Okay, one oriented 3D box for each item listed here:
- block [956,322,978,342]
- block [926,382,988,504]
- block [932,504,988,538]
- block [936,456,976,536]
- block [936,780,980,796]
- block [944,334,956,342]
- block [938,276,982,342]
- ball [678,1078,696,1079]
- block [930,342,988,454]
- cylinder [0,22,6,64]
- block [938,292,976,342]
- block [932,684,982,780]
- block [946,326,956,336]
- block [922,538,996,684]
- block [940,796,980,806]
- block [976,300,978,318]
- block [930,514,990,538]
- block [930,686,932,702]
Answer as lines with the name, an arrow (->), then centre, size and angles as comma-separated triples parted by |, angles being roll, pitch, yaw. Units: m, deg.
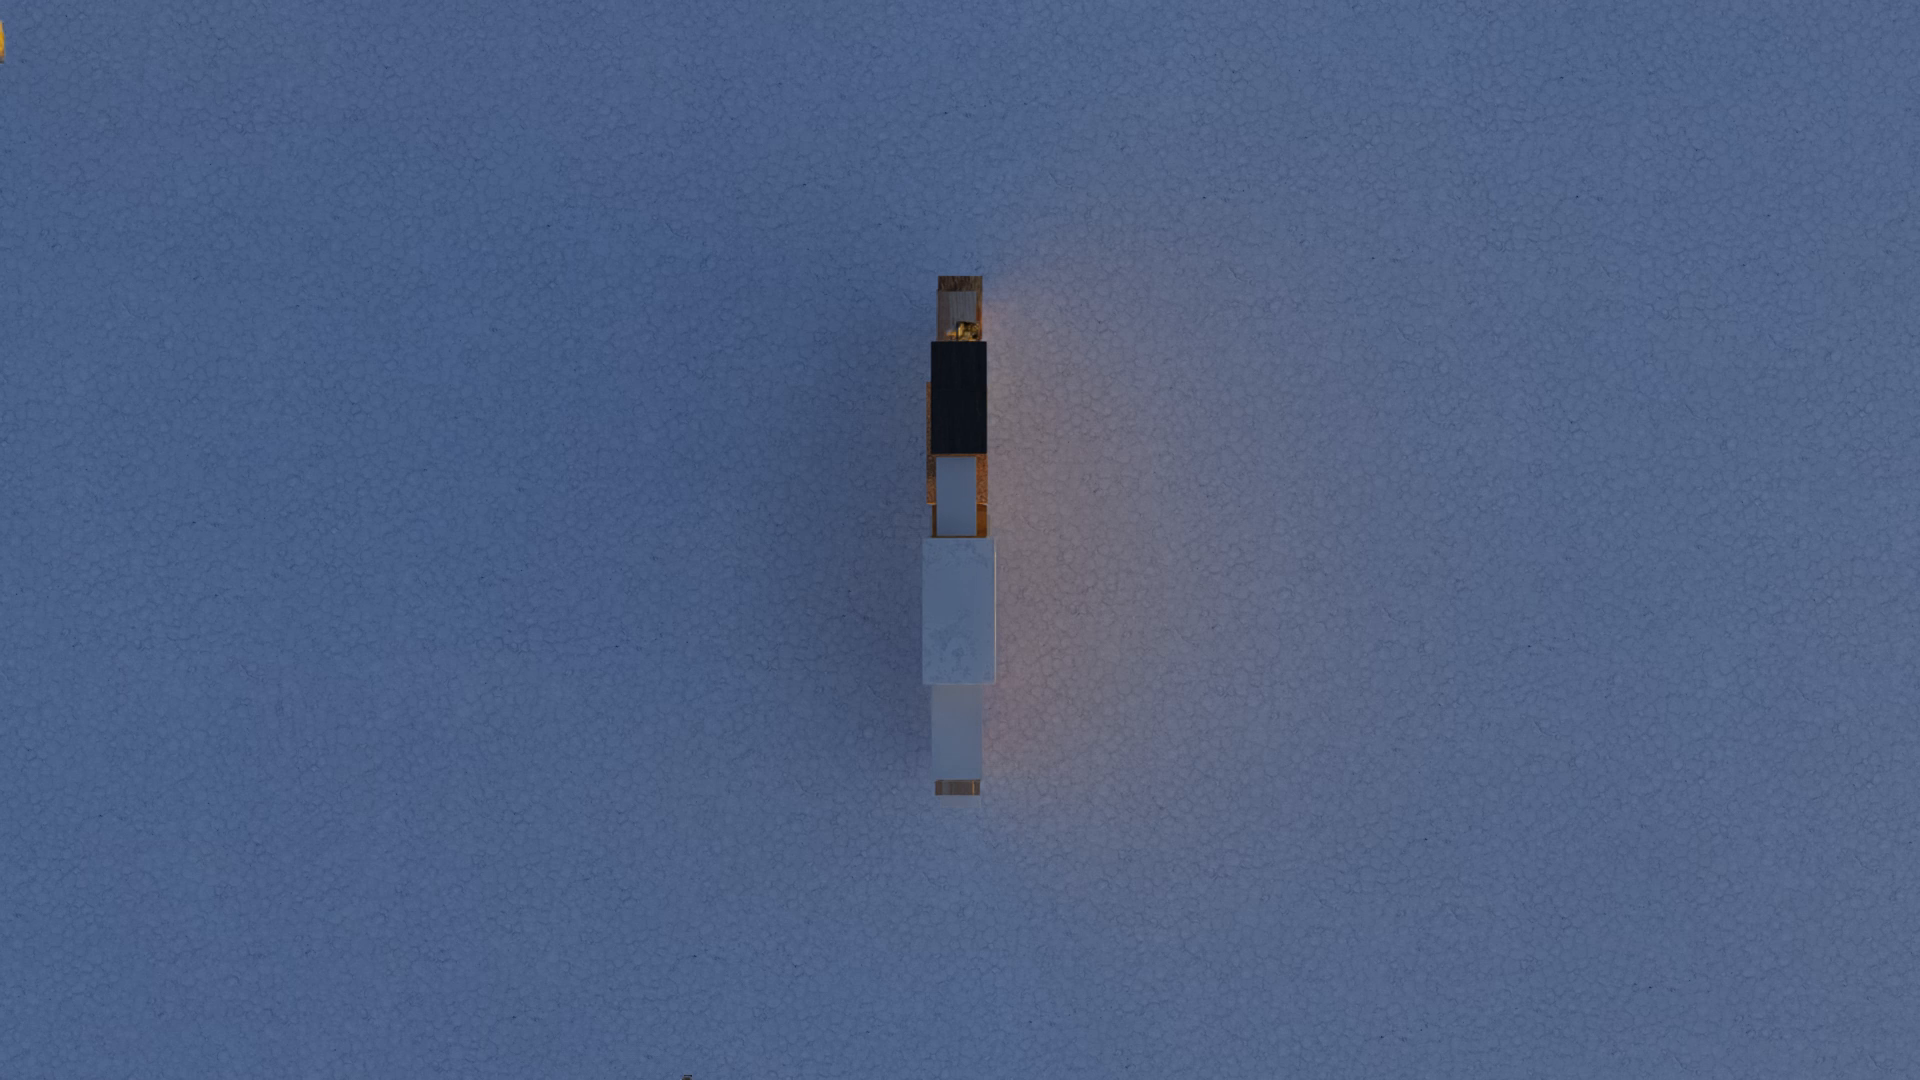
block -> 0.016, -0.520, 4.360 | 0.056, 0.016, 0.112 | 2, 99, -26
block -> -0.007, -0.245, 4.177 | 0.153, 0.043, 0.307 | 0, 90, 0
block -> -0.001, 0.051, 4.206 | 0.140, 0.040, 0.280 | 0, 90, 0
block -> -0.009, -0.103, 3.952 | 0.095, 0.027, 0.190 | -1, 90, 0
block -> -0.007, 0.584, 4.583 | 0.123, 0.035, 0.246 | 0, 90, 1
block -> -0.002, -0.484, 4.516 | 0.081, 0.023, 0.162 | 0, 90, 0
block -> 0.001, -0.659, 4.957 | 0.132, 0.037, 0.265 | 0, 90, 0
ball -> -0.895, 1.883, 5.378 | 0.245, 0.245, 0.245 | 0, 90, 0
block -> -0.002, -0.333, 3.874 | 0.131, 0.037, 0.262 | 0, 90, 0
cylinder -> -2.689, -1.367, 4.328 | 0.253, 0.253, 0.253 | -10, 90, -15
block -> -0.008, -0.598, 4.705 | 0.109, 0.031, 0.218 | 0, 90, 0
block -> -0.008, 0.456, 3.988 | 0.121, 0.034, 0.242 | 0, 88, 0
block -> 0.000, -0.562, 4.426 | 0.056, 0.112, 0.016 | -2, 92, -12
block -> -0.003, 0.164, 3.824 | 0.169, 0.048, 0.338 | 0, 90, 0
block -> 0.002, 0.674, 4.903 | 0.117, 0.033, 0.233 | 0, 90, 0
block -> -0.004, -0.670, 4.829 | 0.109, 0.218, 0.031 | 0, 90, 0
block -> 0.001, 0.104, 4.824 | 0.177, 0.050, 0.354 | 0, 90, 0
block -> -0.011, 0.377, 4.130 | 0.121, 0.242, 0.034 | 0, 89, 0
